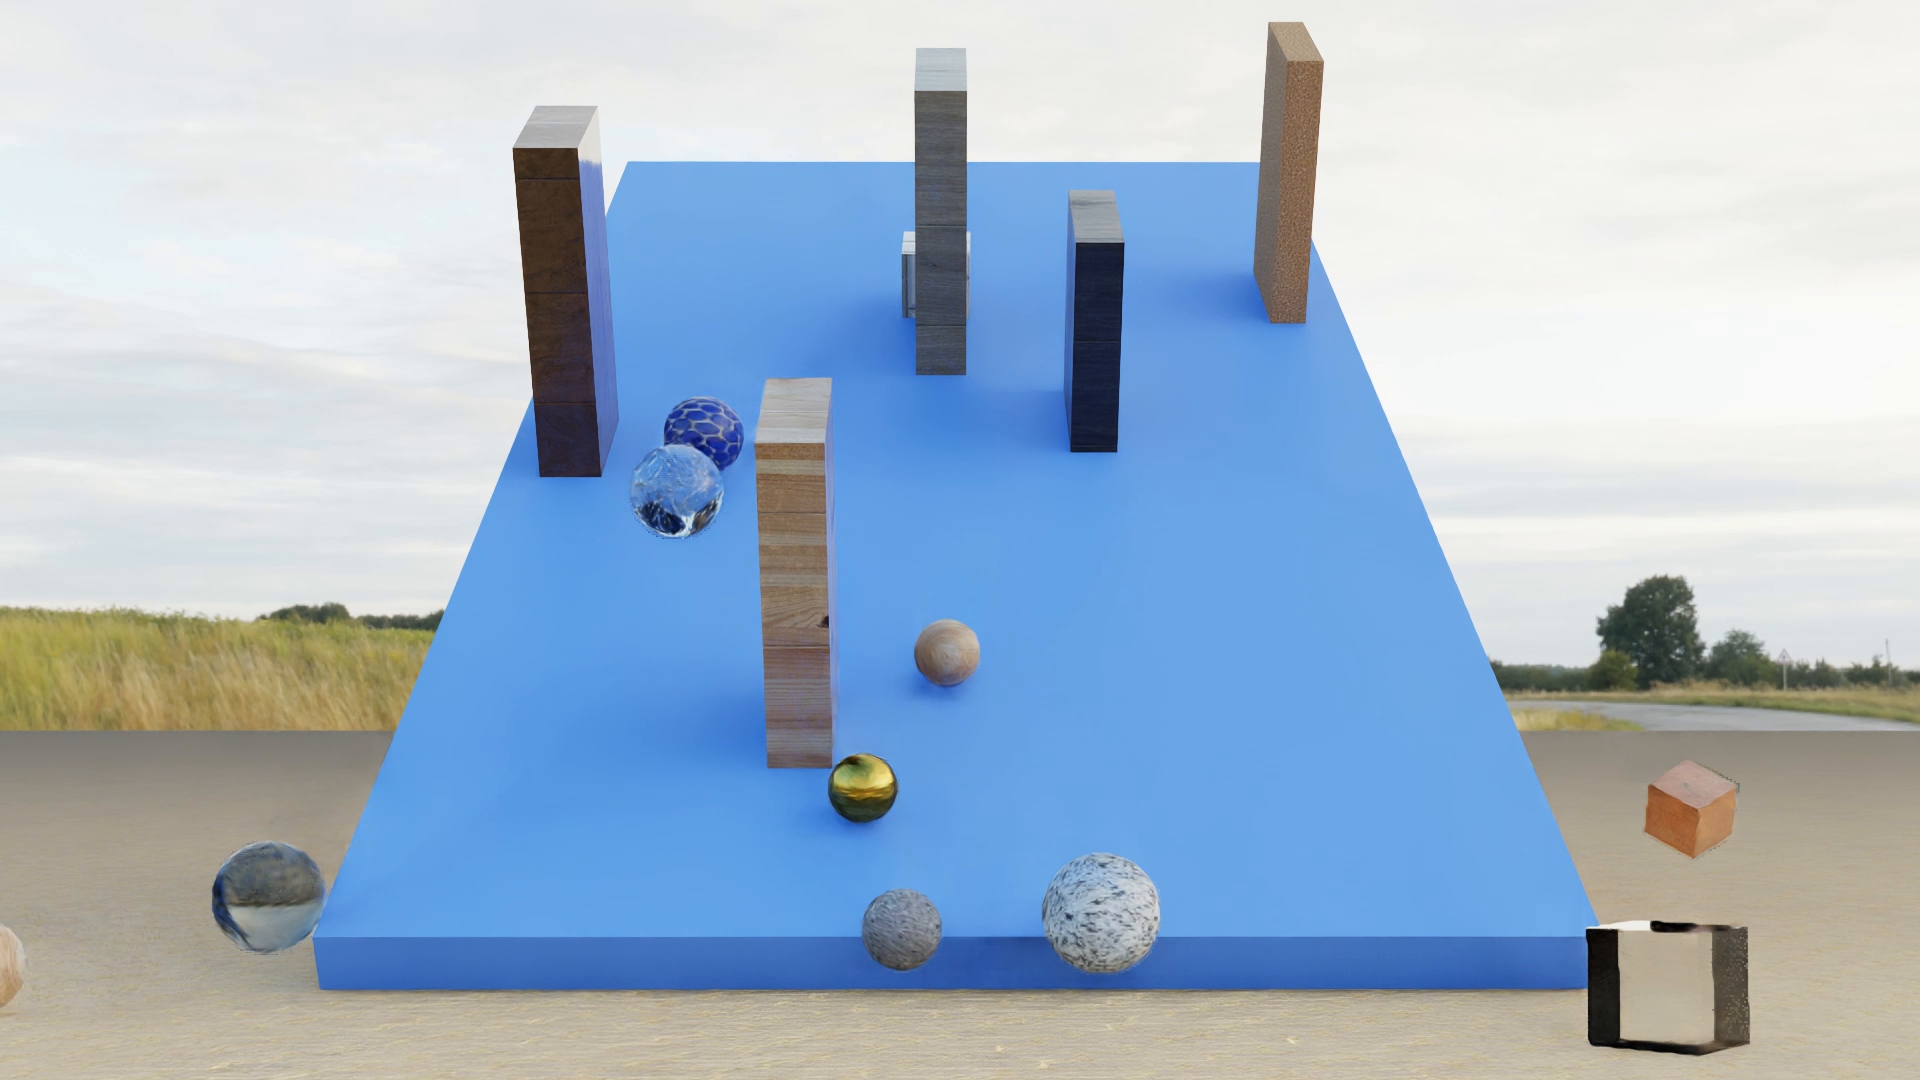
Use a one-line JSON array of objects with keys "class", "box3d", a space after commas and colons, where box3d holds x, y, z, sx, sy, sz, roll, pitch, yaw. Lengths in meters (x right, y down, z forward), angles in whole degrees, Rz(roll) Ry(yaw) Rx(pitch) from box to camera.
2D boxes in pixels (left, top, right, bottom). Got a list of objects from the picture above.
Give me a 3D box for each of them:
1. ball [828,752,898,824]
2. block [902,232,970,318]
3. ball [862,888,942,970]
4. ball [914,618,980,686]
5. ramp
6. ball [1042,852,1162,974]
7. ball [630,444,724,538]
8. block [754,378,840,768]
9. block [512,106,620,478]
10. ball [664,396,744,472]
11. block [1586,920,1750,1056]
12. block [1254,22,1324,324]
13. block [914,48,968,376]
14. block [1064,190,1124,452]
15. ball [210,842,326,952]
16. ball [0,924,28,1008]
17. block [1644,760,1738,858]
[{"class": "ball", "box3d": [-0.162, 0.413, 3.930, 0.116, 0.116, 0.116, 0, -4, 0]}, {"class": "block", "box3d": [-0.060, -0.683, 6.082, 0.172, 0.172, 0.172, 1, 26, 1]}, {"class": "ball", "box3d": [-0.088, 0.588, 3.571, 0.122, 0.122, 0.122, 0, -4, 0]}, {"class": "ball", "box3d": [-0.024, 0.206, 4.340, 0.123, 0.123, 0.123, 0, -4, 0]}, {"class": "ramp", "box3d": [-0.010, -0.228, 5.470, 2.000, 0.100, 4.000, 0, 26, 0]}, {"class": "ball", "box3d": [0.213, 0.563, 3.564, 0.180, 0.180, 0.180, 0, -4, 0]}, {"class": "ball", "box3d": [-0.586, -0.101, 4.880, 0.193, 0.193, 0.193, 0, -4, 0]}, {"class": "block", "box3d": [-0.277, 0.058, 4.083, 0.113, 0.616, 0.278, 0, 26, 0]}, {"class": "block", "box3d": [-0.852, -0.540, 5.144, 0.135, 0.743, 0.312, 0, 26, 0]}, {"class": "ball", "box3d": [-0.560, -0.228, 5.156, 0.175, 0.175, 0.175, 0, -4, 0]}, {"class": "block", "box3d": [0.920, 0.579, 3.067, 0.151, 0.151, 0.151, -4, -6, 41]}, {"class": "block", "box3d": [0.836, -0.941, 6.039, 0.089, 0.678, 0.385, 0, 26, 0]}, {"class": "block", "box3d": [-0.046, -0.796, 5.716, 0.121, 0.700, 0.381, 0, 26, 0]}, {"class": "block", "box3d": [0.300, -0.499, 5.347, 0.105, 0.495, 0.364, 0, 26, 0]}, {"class": "ball", "box3d": [-1.058, 0.546, 3.613, 0.169, 0.169, 0.169, 0, -4, 0]}, {"class": "ball", "box3d": [-1.401, 0.608, 3.360, 0.138, 0.138, 0.138, 0, -4, 0]}, {"class": "block", "box3d": [1.377, 0.506, 4.450, 0.113, 0.113, 0.113, -24, 35, -30]}]
